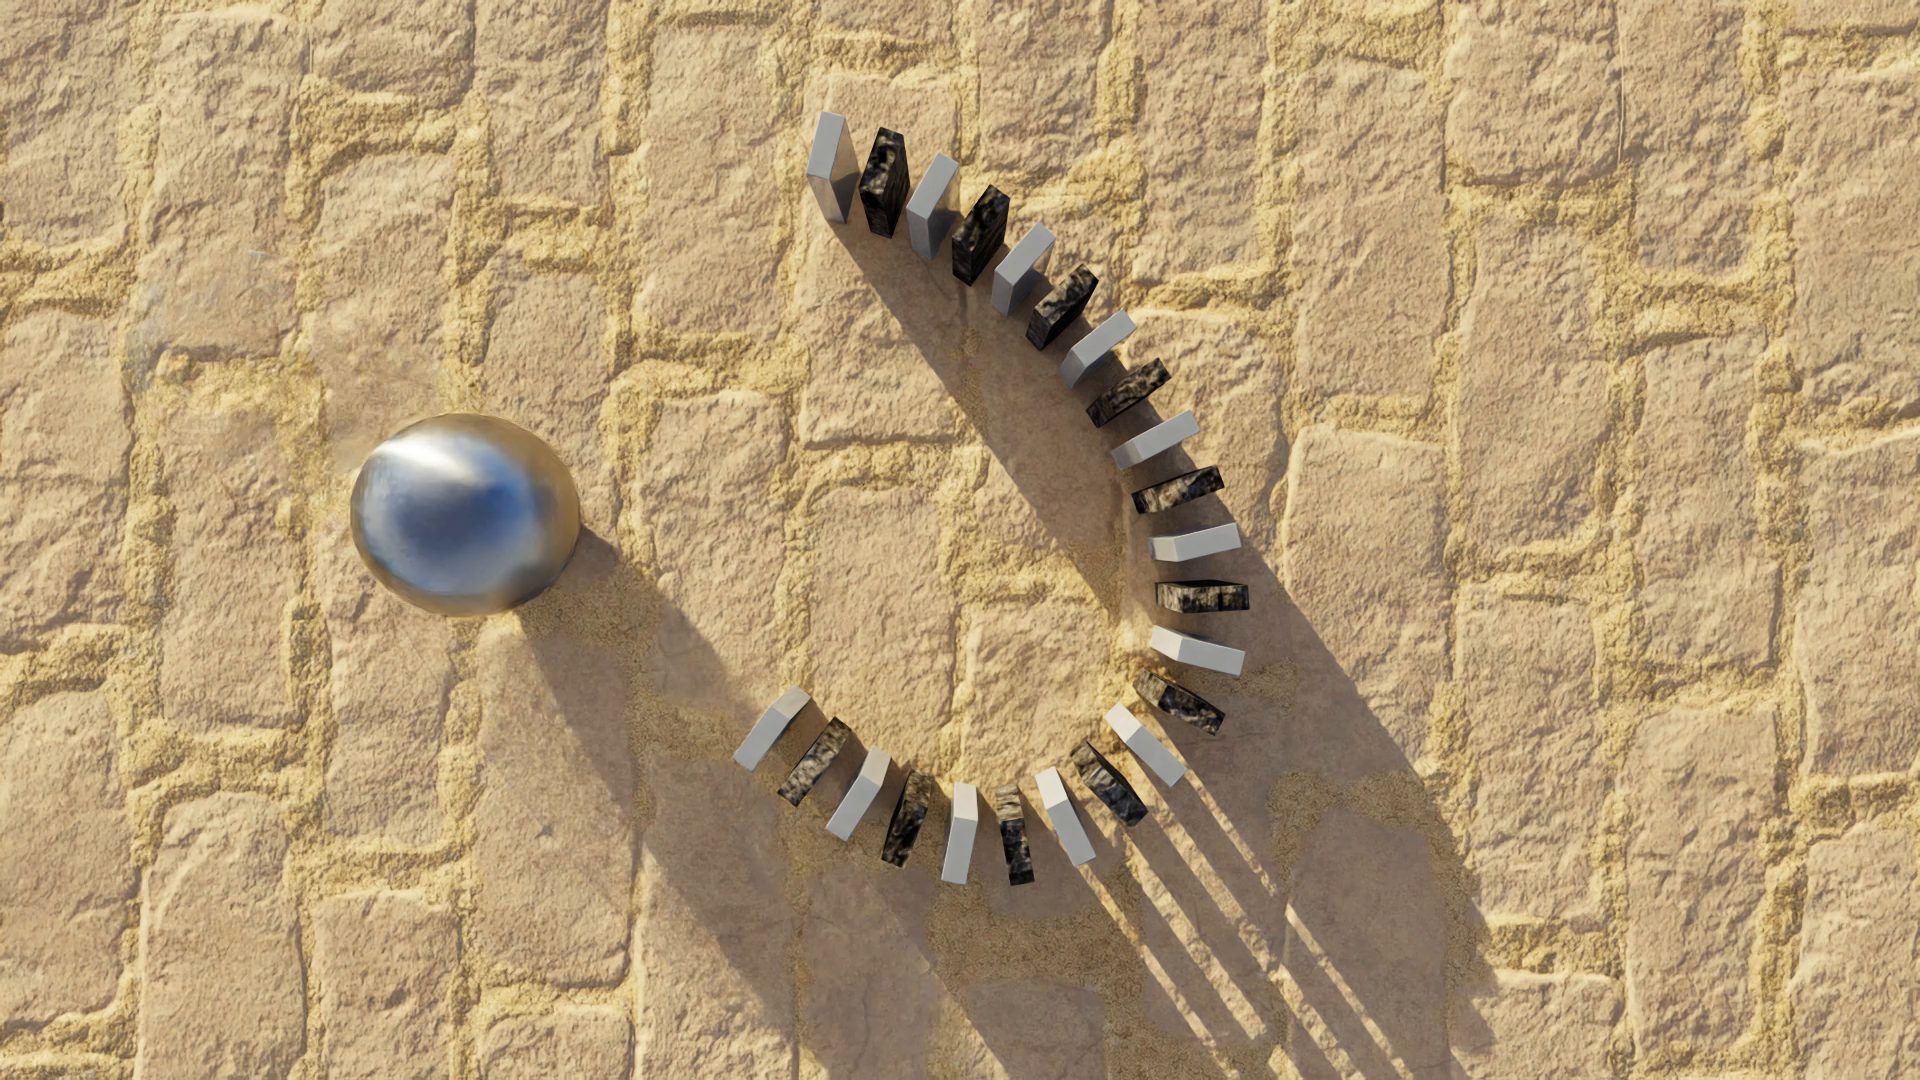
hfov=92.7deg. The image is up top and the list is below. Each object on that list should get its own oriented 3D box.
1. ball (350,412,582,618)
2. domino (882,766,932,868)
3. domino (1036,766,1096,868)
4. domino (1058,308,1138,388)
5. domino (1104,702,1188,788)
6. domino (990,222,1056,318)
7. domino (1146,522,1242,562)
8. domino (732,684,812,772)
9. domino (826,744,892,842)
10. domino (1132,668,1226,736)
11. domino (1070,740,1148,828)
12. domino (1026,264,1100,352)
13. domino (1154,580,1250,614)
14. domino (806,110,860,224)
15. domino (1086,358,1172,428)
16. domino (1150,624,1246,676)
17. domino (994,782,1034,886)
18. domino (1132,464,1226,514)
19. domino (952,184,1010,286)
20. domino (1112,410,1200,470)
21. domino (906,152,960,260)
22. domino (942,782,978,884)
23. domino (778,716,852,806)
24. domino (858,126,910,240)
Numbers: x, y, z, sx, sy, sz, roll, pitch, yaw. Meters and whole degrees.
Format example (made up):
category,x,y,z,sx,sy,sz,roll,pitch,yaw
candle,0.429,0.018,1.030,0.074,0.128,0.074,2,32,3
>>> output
category,x,y,z,sx,sy,sz,roll,pitch,yaw
ball,-0.192,-0.010,0.360,0.080,0.080,0.080,0,90,0
domino,-0.021,0.112,0.375,0.009,0.050,0.025,22,90,0
domino,0.043,0.112,0.375,0.010,0.050,0.025,-27,90,0
domino,0.055,-0.077,0.375,0.025,0.050,0.009,-38,90,0
domino,0.075,0.083,0.375,0.025,0.050,0.009,44,90,0
domino,0.025,-0.109,0.375,0.009,0.050,0.025,42,90,0
domino,0.094,0.001,0.375,0.025,0.050,0.009,-13,90,0
domino,-0.076,0.076,0.375,0.009,0.050,0.025,36,90,0
domino,-0.041,0.102,0.375,0.009,0.050,0.025,33,90,0
domino,0.088,0.065,0.375,0.025,0.050,0.010,27,90,0
domino,0.060,0.099,0.375,0.025,0.050,0.010,44,90,0
domino,0.041,-0.094,0.375,0.025,0.050,0.009,-43,90,0
domino,0.098,0.023,0.375,0.025,0.050,0.009,-3,90,0
domino,-0.051,-0.151,0.375,0.009,0.050,0.025,14,90,0
domino,0.068,-0.059,0.375,0.025,0.050,0.010,-33,90,0
domino,0.096,0.045,0.375,0.025,0.050,0.010,14,90,0
domino,0.022,0.119,0.375,0.009,0.050,0.025,-10,90,0
domino,0.088,-0.020,0.375,0.025,0.050,0.010,-21,90,0
domino,0.008,-0.123,0.375,0.009,0.050,0.025,36,90,0
domino,0.079,-0.040,0.375,0.025,0.050,0.010,-27,90,0
domino,-0.010,-0.135,0.375,0.009,0.050,0.025,30,90,0
domino,0.000,0.119,0.375,0.009,0.050,0.025,11,90,0
domino,-0.059,0.089,0.375,0.009,0.050,0.025,38,90,0
domino,-0.030,-0.145,0.375,0.009,0.050,0.025,20,90,0
